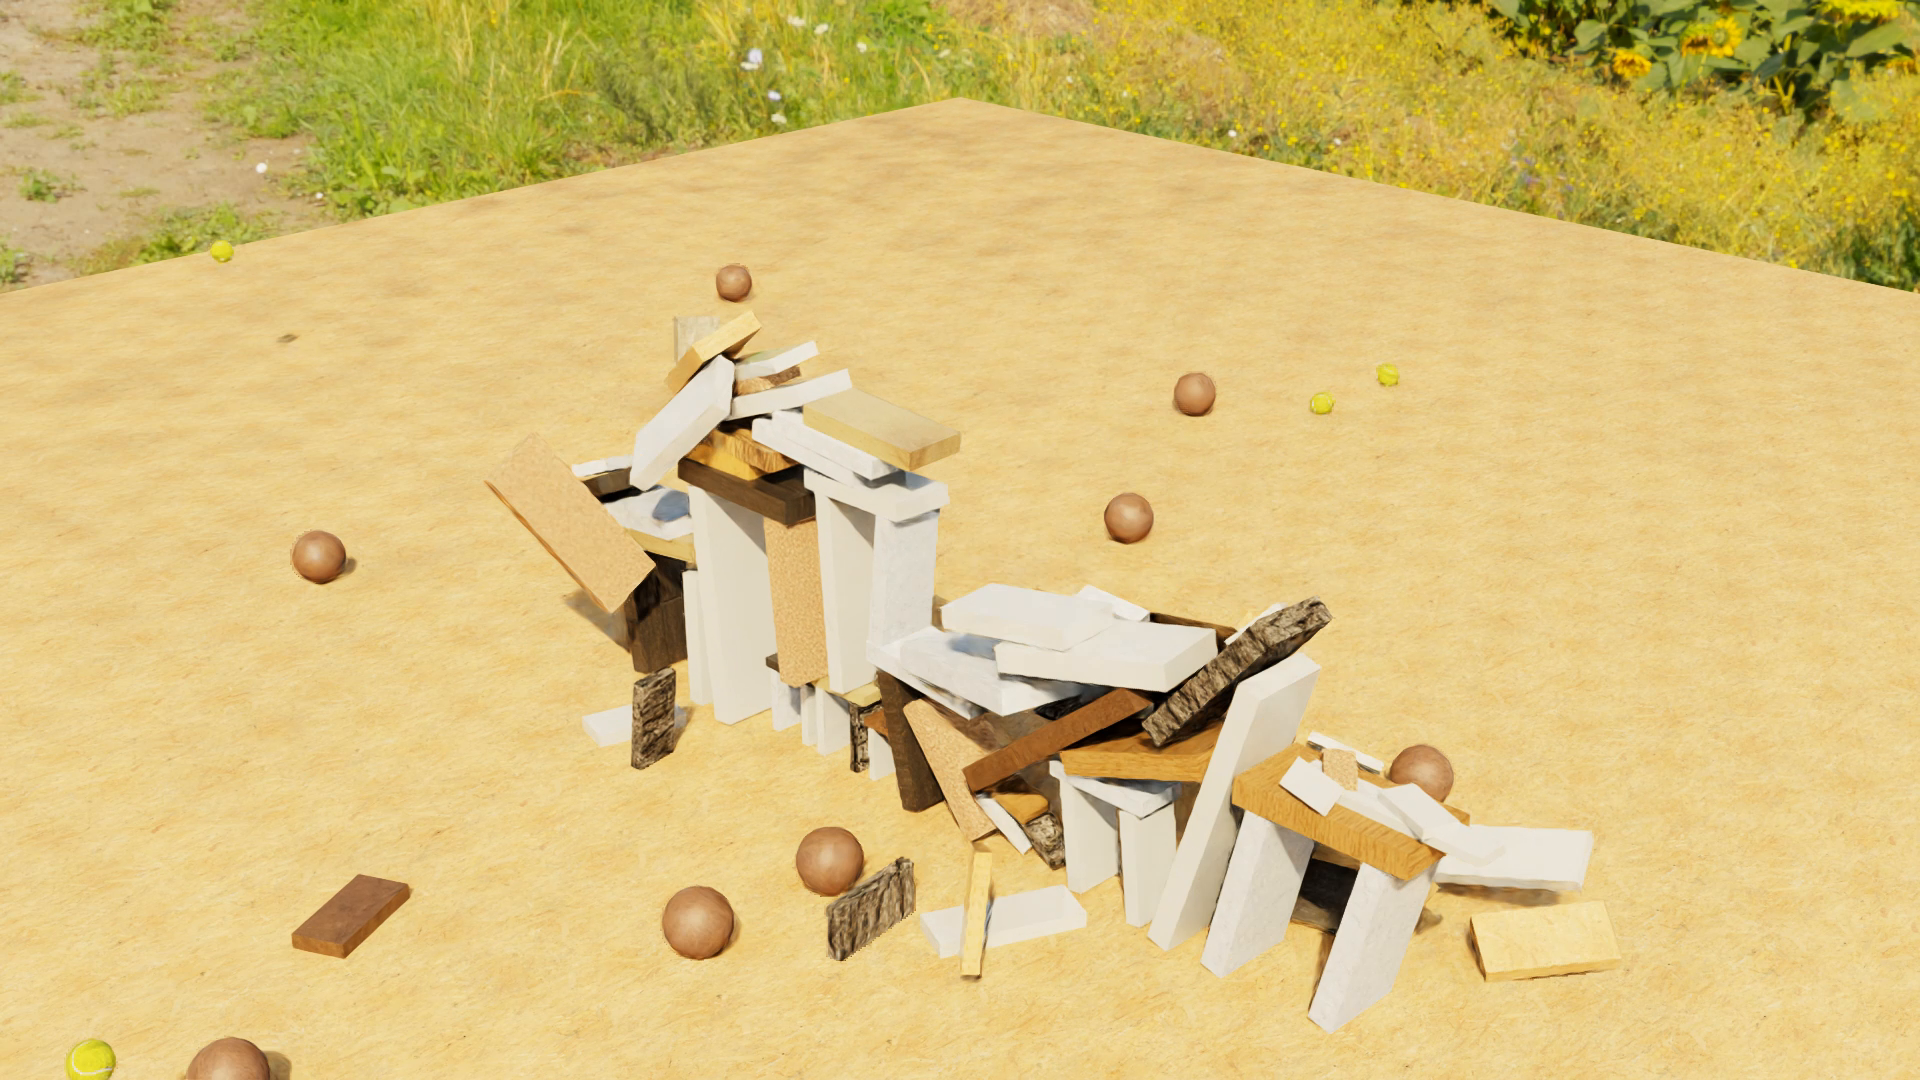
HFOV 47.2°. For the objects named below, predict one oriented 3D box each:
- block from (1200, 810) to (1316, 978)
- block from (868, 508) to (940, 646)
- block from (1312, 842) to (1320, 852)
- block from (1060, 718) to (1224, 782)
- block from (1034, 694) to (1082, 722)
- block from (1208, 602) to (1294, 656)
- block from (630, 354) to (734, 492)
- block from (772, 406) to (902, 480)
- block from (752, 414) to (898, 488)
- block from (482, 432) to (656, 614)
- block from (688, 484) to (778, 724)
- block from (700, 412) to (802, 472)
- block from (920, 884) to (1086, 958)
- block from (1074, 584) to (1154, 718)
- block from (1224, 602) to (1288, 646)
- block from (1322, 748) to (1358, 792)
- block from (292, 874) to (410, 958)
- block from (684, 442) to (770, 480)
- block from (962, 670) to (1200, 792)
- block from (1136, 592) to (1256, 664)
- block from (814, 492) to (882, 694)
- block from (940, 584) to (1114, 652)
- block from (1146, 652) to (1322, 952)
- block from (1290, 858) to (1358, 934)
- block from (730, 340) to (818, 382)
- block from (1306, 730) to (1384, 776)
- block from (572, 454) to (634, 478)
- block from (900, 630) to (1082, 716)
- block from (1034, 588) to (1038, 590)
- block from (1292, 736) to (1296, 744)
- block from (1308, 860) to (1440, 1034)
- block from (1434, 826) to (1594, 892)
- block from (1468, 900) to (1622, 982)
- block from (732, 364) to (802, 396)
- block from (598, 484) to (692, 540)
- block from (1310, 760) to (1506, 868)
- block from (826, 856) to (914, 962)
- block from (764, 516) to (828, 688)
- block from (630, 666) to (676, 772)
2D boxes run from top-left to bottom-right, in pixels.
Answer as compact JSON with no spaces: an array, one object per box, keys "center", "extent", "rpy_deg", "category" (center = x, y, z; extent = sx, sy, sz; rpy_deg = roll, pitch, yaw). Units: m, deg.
[{"center":[0.540,0.597,3.894],"extent":[0.178,0.356,0.050],"rpy_deg":[-21,44,-40],"category":"block"},{"center":[-0.112,0.064,4.376],"extent":[0.039,0.277,0.139],"rpy_deg":[27,34,37],"category":"block"},{"center":[0.723,0.558,4.340],"extent":[0.240,0.034,0.120],"rpy_deg":[20,56,39],"category":"block"},{"center":[0.363,0.378,3.987],"extent":[0.172,0.049,0.344],"rpy_deg":[-23,12,-40],"category":"block"},{"center":[0.324,0.351,4.610],"extent":[0.302,0.151,0.043],"rpy_deg":[23,-7,-1],"category":"block"},{"center":[0.550,0.206,4.085],"extent":[0.223,0.112,0.032],"rpy_deg":[33,75,33],"category":"block"},{"center":[-0.575,-0.240,4.545],"extent":[0.042,0.297,0.149],"rpy_deg":[30,39,-28],"category":"block"},{"center":[-0.223,-0.207,4.381],"extent":[0.292,0.041,0.146],"rpy_deg":[27,34,38],"category":"block"},{"center":[-0.266,-0.194,4.442],"extent":[0.295,0.042,0.148],"rpy_deg":[26,34,37],"category":"block"},{"center":[-0.840,-0.035,4.754],"extent":[0.149,0.407,0.042],"rpy_deg":[-50,29,-21],"category":"block"},{"center":[-0.476,0.119,4.785],"extent":[0.180,0.541,0.051],"rpy_deg":[-21,25,-41],"category":"block"},{"center":[-0.451,-0.228,4.607],"extent":[0.148,0.042,0.358],"rpy_deg":[-20,31,-38],"category":"block"},{"center":[0.080,0.703,4.065],"extent":[0.289,0.030,0.107],"rpy_deg":[-9,24,-19],"category":"block"},{"center":[0.297,0.231,4.192],"extent":[0.144,0.288,0.041],"rpy_deg":[24,47,33],"category":"block"},{"center":[0.504,0.145,3.718],"extent":[0.016,0.113,0.057],"rpy_deg":[57,18,16],"category":"block"},{"center":[0.644,0.389,3.727],"extent":[0.057,0.016,0.113],"rpy_deg":[3,23,7],"category":"block"},{"center":[-1.129,0.697,4.080],"extent":[0.109,0.031,0.218],"rpy_deg":[8,24,17],"category":"block"},{"center":[-0.496,-0.206,4.668],"extent":[0.309,0.044,0.154],"rpy_deg":[20,30,38],"category":"block"},{"center":[0.220,0.346,4.120],"extent":[0.180,0.051,0.534],"rpy_deg":[-23,-7,-39],"category":"block"},{"center":[0.465,0.175,4.047],"extent":[0.041,0.144,0.383],"rpy_deg":[-49,20,-13],"category":"block"},{"center":[-0.218,0.092,4.521],"extent":[0.039,0.433,0.139],"rpy_deg":[16,27,42],"category":"block"},{"center":[0.123,0.140,4.056],"extent":[0.292,0.041,0.146],"rpy_deg":[9,23,41],"category":"block"},{"center":[0.480,0.471,3.892],"extent":[0.172,0.605,0.049],"rpy_deg":[-22,48,-41],"category":"block"},{"center":[0.691,0.662,4.058],"extent":[0.265,0.034,0.120],"rpy_deg":[12,70,26],"category":"block"},{"center":[-0.418,-0.366,4.573],"extent":[0.109,0.031,0.307],"rpy_deg":[-28,13,-31],"category":"block"},{"center":[0.673,0.383,3.866],"extent":[0.136,0.068,0.019],"rpy_deg":[24,66,10],"category":"block"},{"center":[-0.798,-0.176,5.111],"extent":[0.101,0.029,0.202],"rpy_deg":[-10,2,31],"category":"block"},{"center":[0.056,0.245,4.204],"extent":[0.180,0.051,0.359],"rpy_deg":[-13,18,-30],"category":"block"},{"center":[0.081,0.212,4.634],"extent":[0.273,0.088,0.025],"rpy_deg":[-36,32,11],"category":"block"},{"center":[0.550,0.382,4.380],"extent":[0.240,0.120,0.034],"rpy_deg":[9,-1,33],"category":"block"},{"center":[0.710,0.662,3.742],"extent":[0.178,0.356,0.050],"rpy_deg":[-21,45,-41],"category":"block"},{"center":[0.926,0.586,4.109],"extent":[0.492,0.032,0.112],"rpy_deg":[-2,46,35],"category":"block"},{"center":[1.045,0.718,3.934],"extent":[0.239,0.034,0.120],"rpy_deg":[-6,48,0],"category":"block"},{"center":[-0.424,-0.332,4.593],"extent":[0.100,0.028,0.200],"rpy_deg":[-24,11,-31],"category":"block"},{"center":[-0.677,-0.066,4.939],"extent":[0.154,0.044,0.309],"rpy_deg":[-19,22,-36],"category":"block"},{"center":[0.719,0.449,3.632],"extent":[0.068,0.019,0.383],"rpy_deg":[-20,30,-39],"category":"block"},{"center":[-0.162,0.676,4.031],"extent":[0.030,0.107,0.214],"rpy_deg":[17,28,34],"category":"block"},{"center":[-0.305,0.108,4.581],"extent":[0.180,0.359,0.051],"rpy_deg":[-20,24,-39],"category":"block"},{"center":[-0.643,0.374,4.617],"extent":[0.029,0.203,0.101],"rpy_deg":[22,31,28],"category":"block"}]
